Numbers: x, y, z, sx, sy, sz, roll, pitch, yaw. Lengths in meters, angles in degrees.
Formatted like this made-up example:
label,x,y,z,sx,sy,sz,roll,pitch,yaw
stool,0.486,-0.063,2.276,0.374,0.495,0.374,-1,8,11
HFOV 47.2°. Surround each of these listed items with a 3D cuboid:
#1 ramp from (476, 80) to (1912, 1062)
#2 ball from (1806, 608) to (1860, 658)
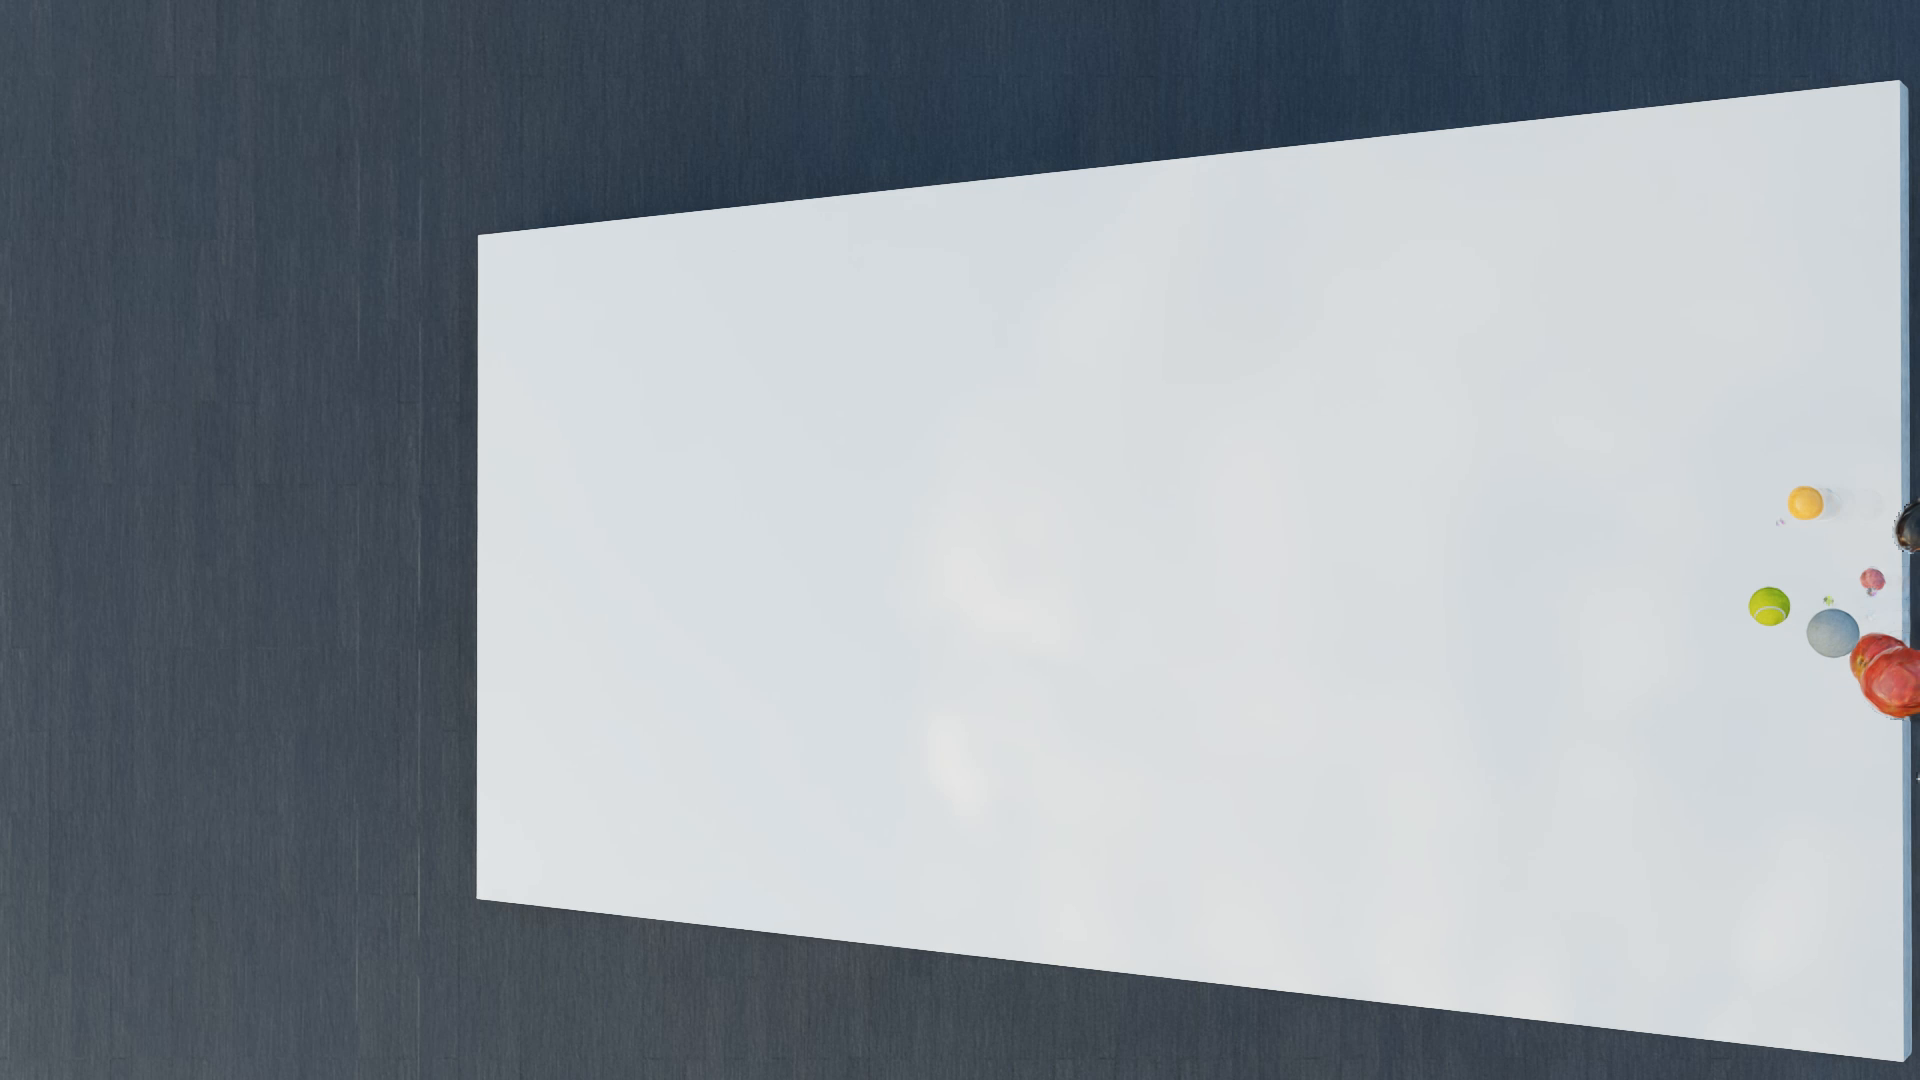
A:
label,x,y,z,sx,sy,sz,roll,pitch,yaw
ramp,0.259,0.071,5.597,4.000,0.100,2.000,0,89,33
ball,1.599,0.171,4.027,0.091,0.091,0.091,0,89,0
